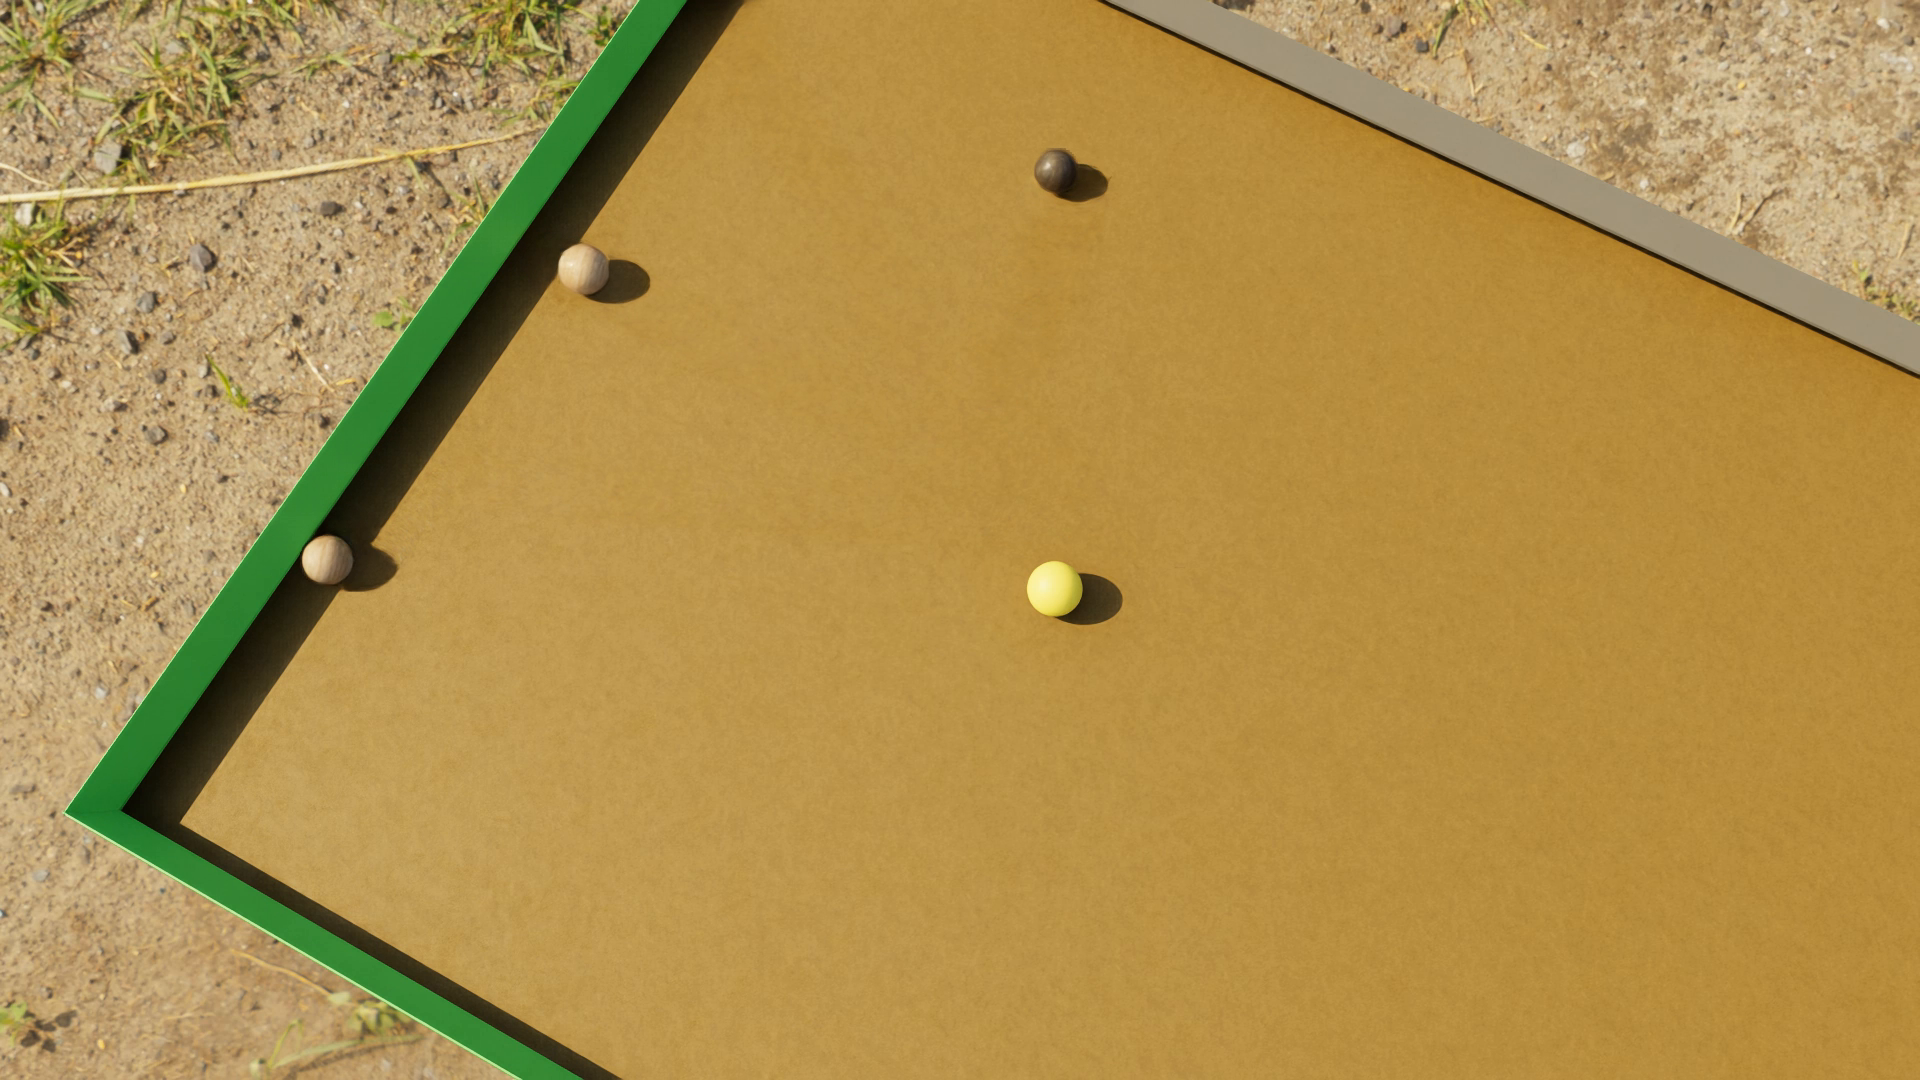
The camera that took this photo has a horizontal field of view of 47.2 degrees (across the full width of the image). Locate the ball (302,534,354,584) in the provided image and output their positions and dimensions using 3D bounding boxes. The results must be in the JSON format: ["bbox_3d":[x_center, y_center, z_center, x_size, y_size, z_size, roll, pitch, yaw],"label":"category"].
[{"bbox_3d":[-0.990,0.031,3.442,0.078,0.078,0.078,0,69,0],"label":"ball"}]

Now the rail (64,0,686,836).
[{"bbox_3d":[-0.798,-0.416,3.592,0.045,0.112,2.067,27,72,10],"label":"rail"}]

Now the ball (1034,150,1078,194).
[{"bbox_3d":[0.161,-0.619,3.691,0.072,0.072,0.072,0,69,0],"label":"ball"}]

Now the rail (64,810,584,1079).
[{"bbox_3d":[0.333,1.242,2.964,3.736,0.112,0.045,27,72,10],"label":"rail"}]

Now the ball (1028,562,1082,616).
[{"bbox_3d":[0.148,0.076,3.420,0.087,0.087,0.087,0,69,0],"label":"ball"}]

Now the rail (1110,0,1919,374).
[{"bbox_3d":[1.305,-0.414,3.591,3.736,0.112,0.045,27,72,10],"label":"rail"}]

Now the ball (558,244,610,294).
[{"bbox_3d":[-0.619,-0.445,3.619,0.084,0.084,0.084,0,69,0],"label":"ball"}]
